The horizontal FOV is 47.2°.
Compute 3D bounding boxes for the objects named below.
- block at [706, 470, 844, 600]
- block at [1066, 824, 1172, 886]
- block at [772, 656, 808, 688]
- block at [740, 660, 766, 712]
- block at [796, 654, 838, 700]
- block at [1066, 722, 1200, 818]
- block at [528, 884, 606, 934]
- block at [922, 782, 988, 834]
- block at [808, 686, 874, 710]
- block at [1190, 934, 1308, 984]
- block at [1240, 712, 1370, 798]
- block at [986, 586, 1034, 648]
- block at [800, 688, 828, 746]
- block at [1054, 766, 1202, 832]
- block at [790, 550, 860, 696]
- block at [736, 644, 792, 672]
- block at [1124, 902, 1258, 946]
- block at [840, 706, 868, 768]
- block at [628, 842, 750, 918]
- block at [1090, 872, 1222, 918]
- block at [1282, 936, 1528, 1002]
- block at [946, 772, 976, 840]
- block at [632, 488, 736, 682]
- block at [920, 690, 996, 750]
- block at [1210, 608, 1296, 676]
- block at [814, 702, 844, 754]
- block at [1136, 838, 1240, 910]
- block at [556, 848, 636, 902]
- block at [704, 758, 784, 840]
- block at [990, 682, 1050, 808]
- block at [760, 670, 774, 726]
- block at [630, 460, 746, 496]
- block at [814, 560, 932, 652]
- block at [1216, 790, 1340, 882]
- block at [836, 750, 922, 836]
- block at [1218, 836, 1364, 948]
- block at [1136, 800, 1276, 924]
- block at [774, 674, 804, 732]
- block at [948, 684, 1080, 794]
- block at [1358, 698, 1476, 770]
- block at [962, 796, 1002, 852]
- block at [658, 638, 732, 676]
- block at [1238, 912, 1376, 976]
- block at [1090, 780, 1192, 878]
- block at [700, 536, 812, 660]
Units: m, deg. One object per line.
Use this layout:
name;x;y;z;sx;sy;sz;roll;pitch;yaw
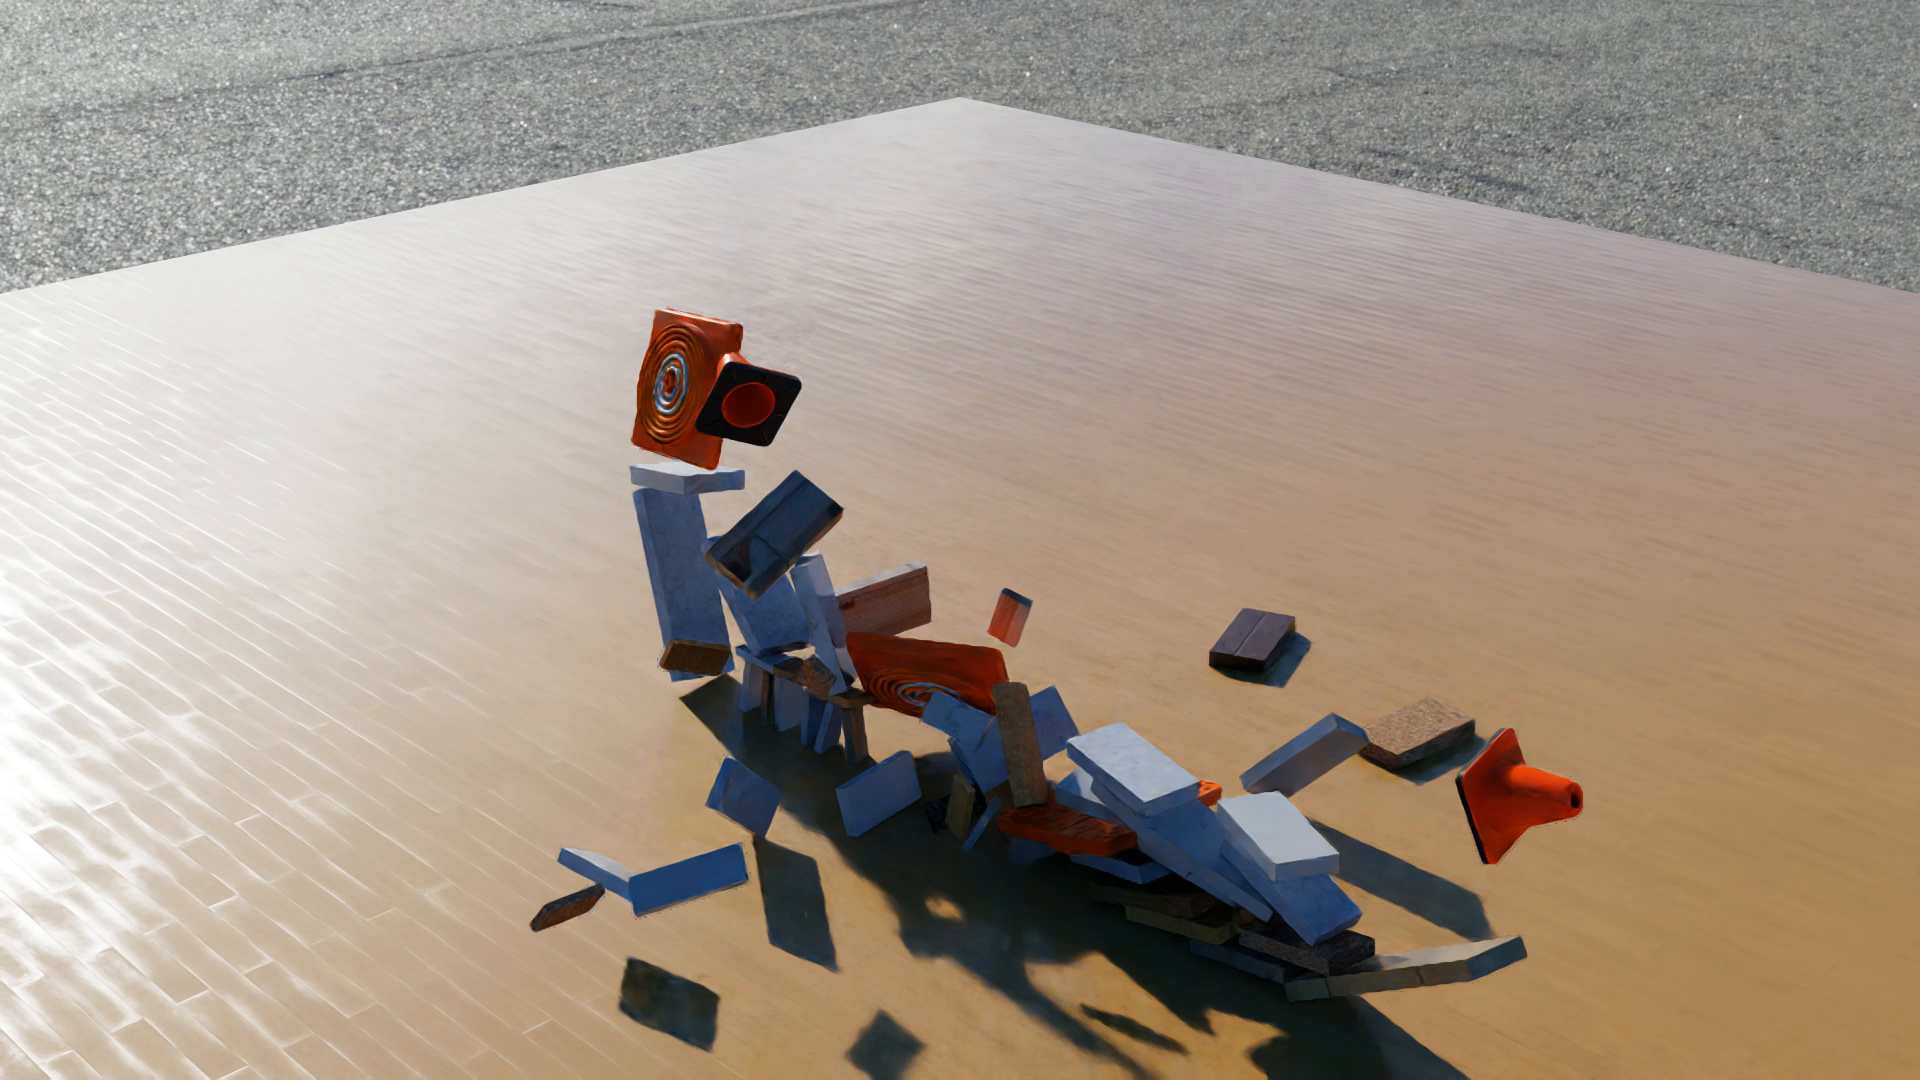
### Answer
block;-0.389;-0.012;4.636;0.139;0.039;0.277;39;63;13
block;0.326;0.595;4.191;0.127;0.036;0.254;-17;11;-27
block;-0.334;0.284;4.711;0.067;0.019;0.133;-21;26;-40
block;-0.452;0.312;4.857;0.018;0.128;0.064;28;33;31
block;-0.256;0.245;3.928;0.063;0.126;0.018;45;70;4
block;0.315;0.418;4.019;0.123;0.035;0.246;-16;31;-27
block;-0.665;0.624;3.726;0.126;0.063;0.018;-15;61;-51
block;-0.008;0.533;4.372;0.120;0.060;0.017;-24;-2;3
block;-0.250;0.323;4.612;0.067;0.019;0.134;-9;18;-42
block;0.532;0.731;3.942;0.113;0.032;0.225;-19;19;-37
block;0.690;0.440;4.407;0.120;0.239;0.034;28;33;-42
block;0.103;0.160;4.521;0.067;0.134;0.019;28;48;9
block;-0.307;0.371;4.714;0.067;0.133;0.019;-21;37;-41
block;0.315;0.491;4.130;0.248;0.034;0.120;18;31;27
block;-0.282;0.173;4.602;0.039;0.277;0.139;-15;10;12
block;-0.425;0.255;4.800;0.064;0.018;0.128;-14;27;-42
block;0.425;0.685;4.046;0.112;0.032;0.225;-21;18;-40
block;-0.221;0.405;4.633;0.019;0.134;0.067;2;22;20
block;-0.460;0.577;3.730;0.201;0.019;0.067;-18;61;5
block;0.377;0.644;4.079;0.127;0.036;0.254;-21;14;-39
block;0.733;0.719;3.671;0.121;0.034;0.499;-15;-7;-30
block;0.001;0.519;4.281;0.017;0.120;0.060;-8;35;-28
block;-0.627;0.094;4.995;0.148;0.441;0.042;-9;-5;-40
block;-0.004;0.341;4.184;0.134;0.067;0.019;23;-6;30
block;0.687;0.236;5.157;0.131;0.037;0.261;10;25;22
block;-0.271;0.386;4.679;0.019;0.134;0.067;30;34;21
block;0.458;0.583;4.032;0.127;0.036;0.254;-20;31;-35
block;-0.627;0.615;4.008;0.202;0.029;0.101;21;-1;32
block;-0.420;0.506;4.296;0.029;0.101;0.203;13;-17;28
block;0.118;0.398;4.266;0.034;0.239;0.120;-14;-10;18
block;-0.405;0.337;4.800;0.018;0.128;0.064;23;31;32
block;-0.615;-0.141;4.951;0.148;0.042;0.295;-7;10;-31
block;-0.195;0.153;4.843;0.278;0.139;0.039;-18;27;-27
block;0.555;0.518;3.860;0.121;0.034;0.242;-6;22;-17
block;-0.162;0.509;4.426;0.029;0.101;0.203;-3;16;41
block;0.582;0.600;3.874;0.121;0.034;0.242;-18;51;-38
block;0.465;0.560;3.934;0.279;0.035;0.123;33;44;16
block;-0.372;0.345;4.775;0.067;0.133;0.019;-21;33;-40
block;0.115;0.415;4.565;0.261;0.130;0.037;-25;-5;-27
block;0.974;0.415;4.735;0.261;0.037;0.130;-18;29;-36
block;0.043;0.555;4.295;0.017;0.120;0.060;34;43;5
block;-0.511;0.226;4.241;0.126;0.063;0.018;11;30;-34
block;0.607;0.704;3.861;0.113;0.032;0.225;-15;14;-33
block;0.368;0.500;4.022;0.123;0.035;0.246;-25;56;-39
block;-0.443;0.116;4.844;0.148;0.042;0.295;-11;61;-36
